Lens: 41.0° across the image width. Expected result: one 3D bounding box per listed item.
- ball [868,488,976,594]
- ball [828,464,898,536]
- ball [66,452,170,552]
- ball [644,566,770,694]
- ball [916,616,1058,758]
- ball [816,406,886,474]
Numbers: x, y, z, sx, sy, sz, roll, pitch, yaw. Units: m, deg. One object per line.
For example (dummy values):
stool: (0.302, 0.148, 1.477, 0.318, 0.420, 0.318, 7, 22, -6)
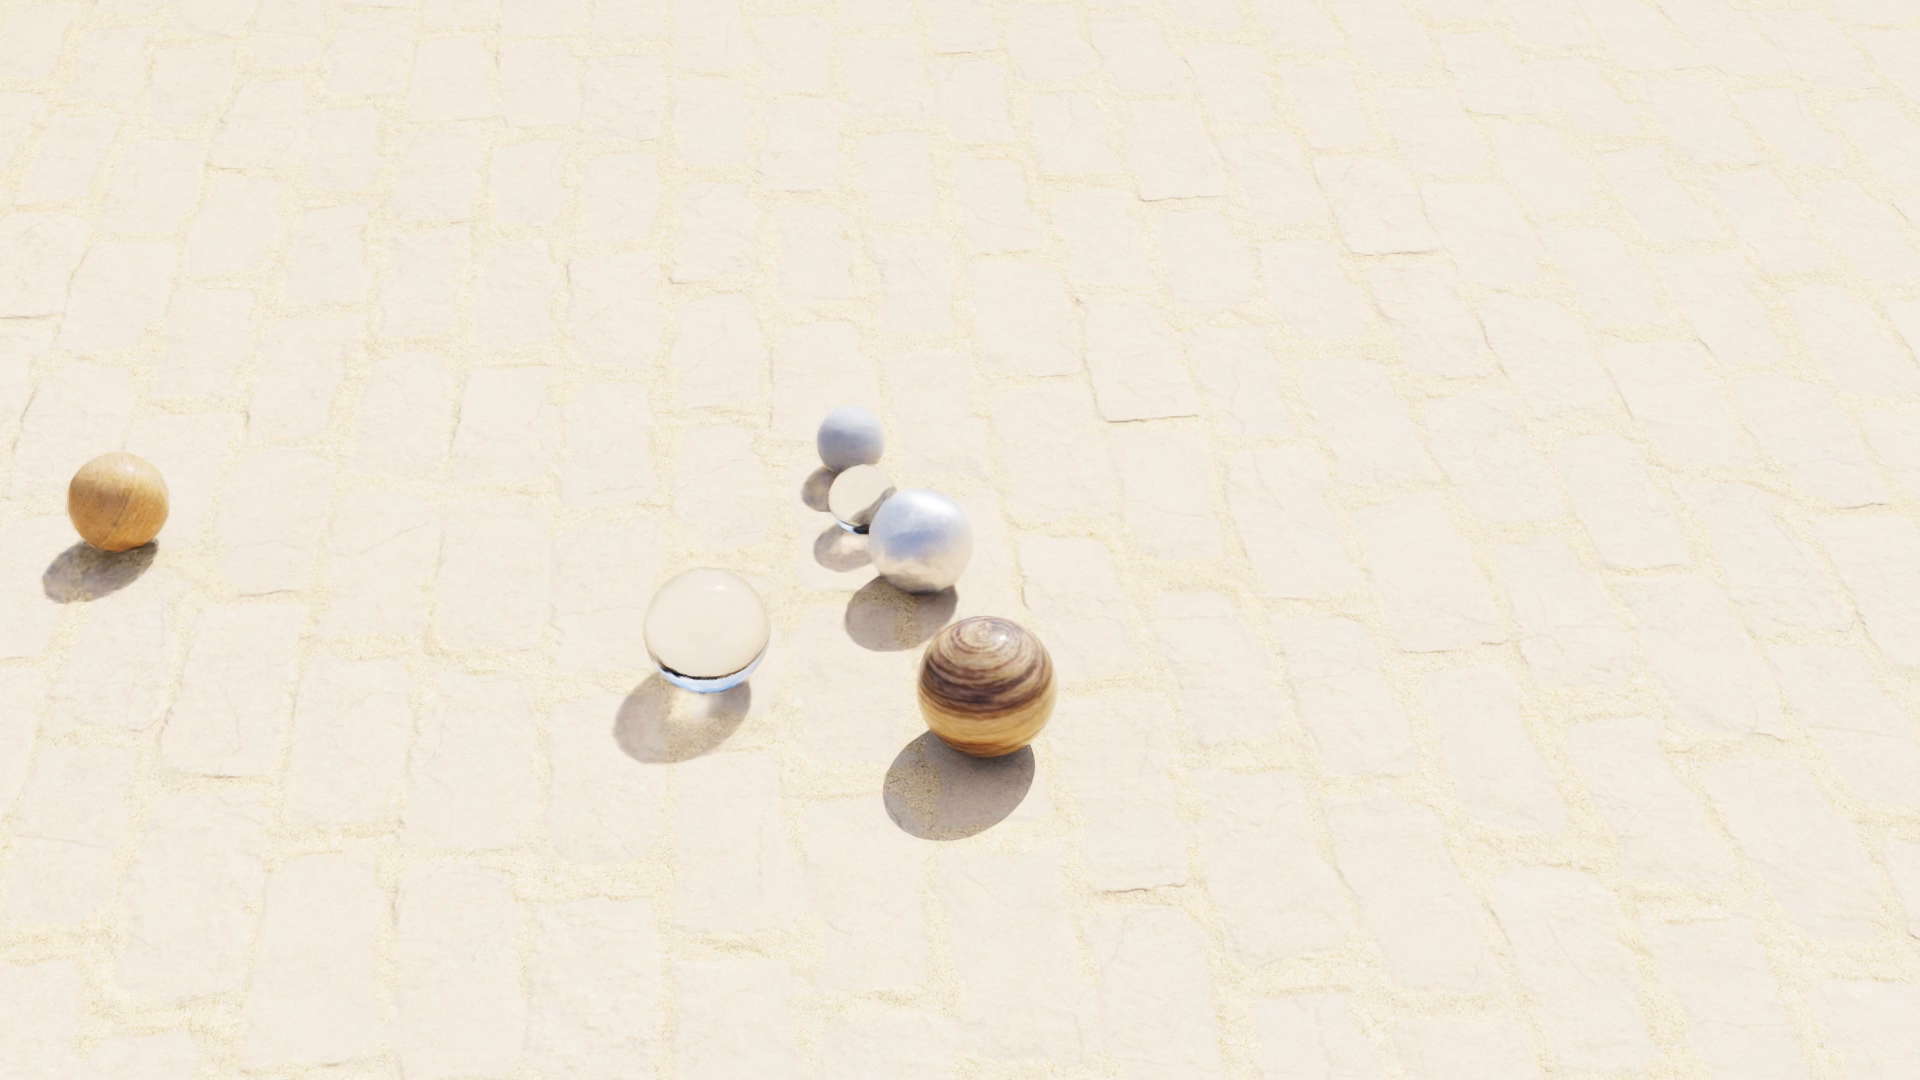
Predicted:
ball: (-0.023, 0.000, 1.552, 0.065, 0.065, 0.065, 0, 37, 0)
ball: (-0.060, -0.025, 1.603, 0.044, 0.044, 0.044, 0, 37, 0)
ball: (-0.520, -0.024, 1.587, 0.062, 0.062, 0.062, 0, 37, 0)
ball: (-0.146, 0.052, 1.476, 0.073, 0.073, 0.073, 0, 37, 0)
ball: (0.015, 0.082, 1.430, 0.080, 0.080, 0.080, 0, 37, 0)
ball: (-0.070, -0.064, 1.654, 0.045, 0.045, 0.045, 0, 37, 0)
